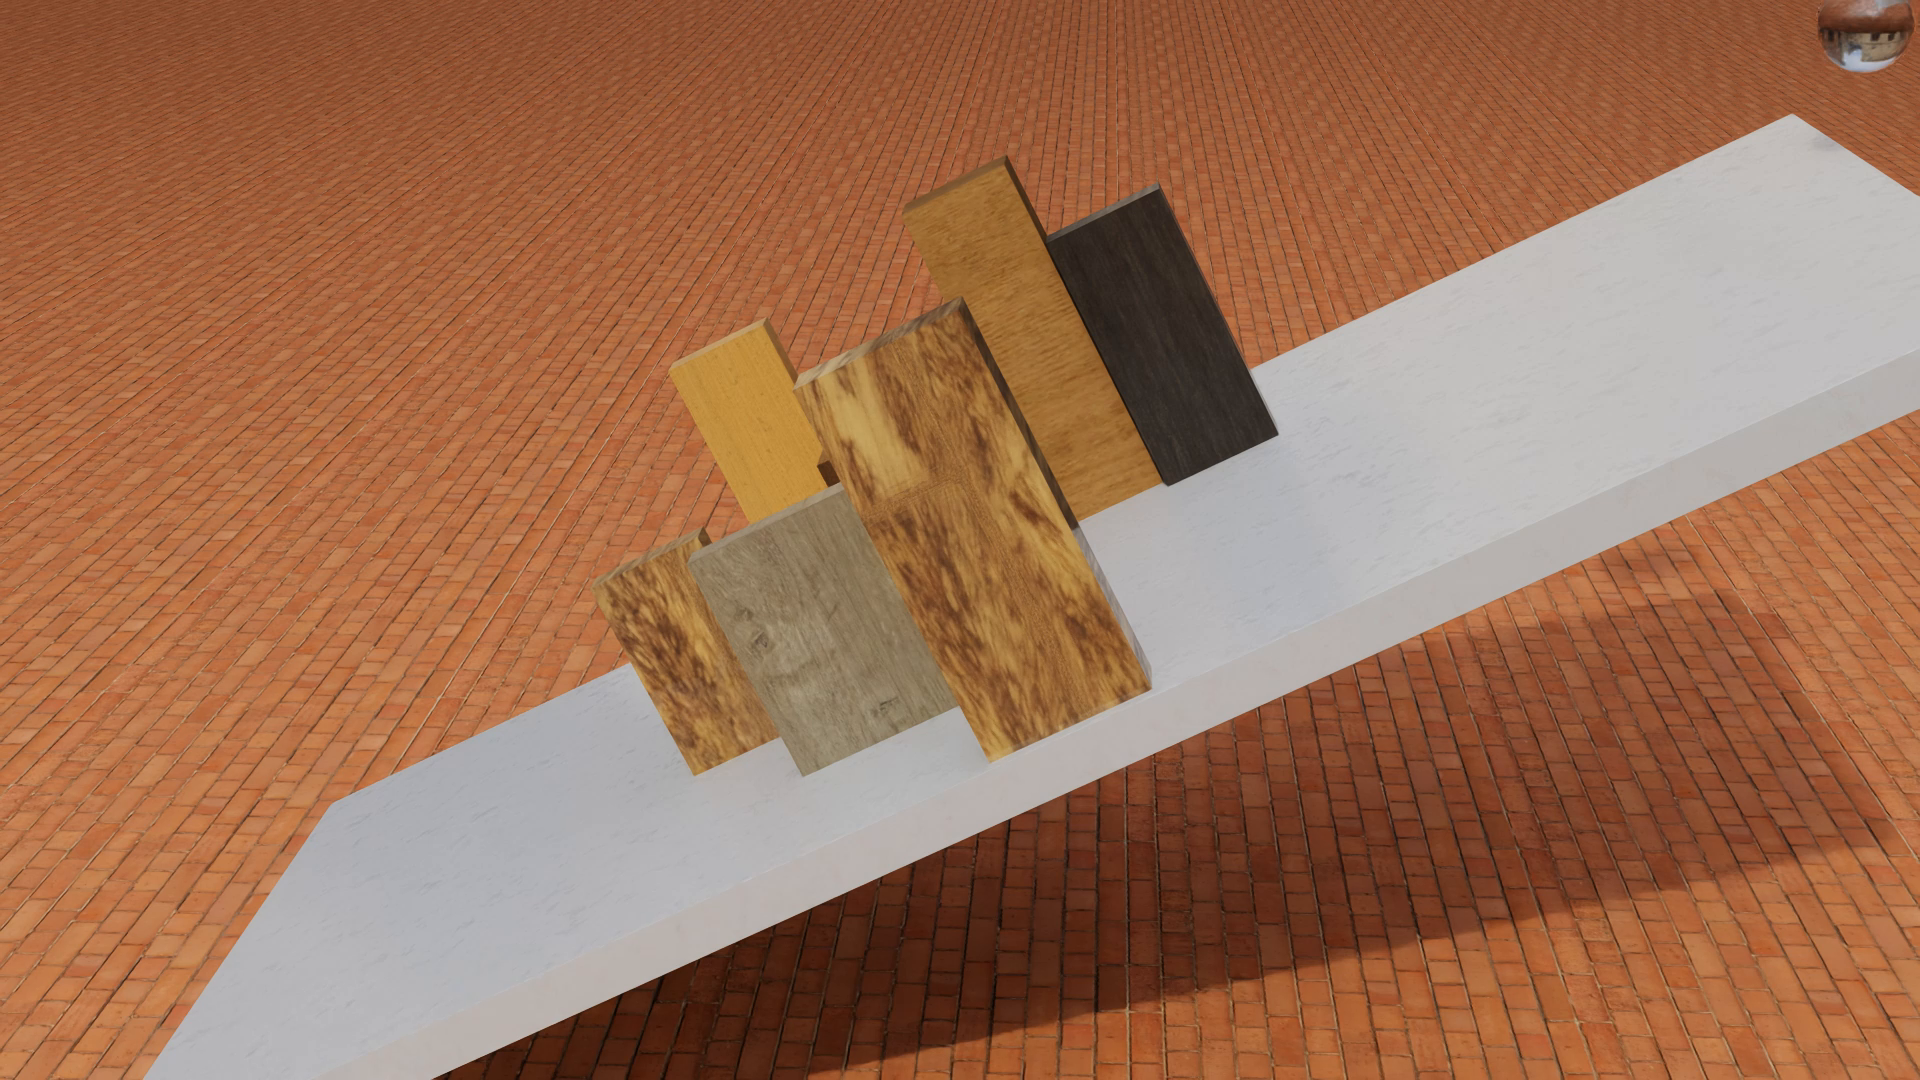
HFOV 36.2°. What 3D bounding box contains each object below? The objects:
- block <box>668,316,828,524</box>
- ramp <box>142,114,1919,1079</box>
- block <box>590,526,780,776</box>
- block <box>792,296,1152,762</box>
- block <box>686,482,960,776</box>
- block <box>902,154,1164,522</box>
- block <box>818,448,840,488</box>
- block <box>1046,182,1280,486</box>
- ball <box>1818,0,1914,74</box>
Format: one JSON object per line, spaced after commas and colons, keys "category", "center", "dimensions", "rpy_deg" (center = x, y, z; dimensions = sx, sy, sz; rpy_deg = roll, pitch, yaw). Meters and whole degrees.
{"category": "block", "center": [-0.419, -0.174, 6.981], "dimensions": [0.252, 0.664, 0.091], "rpy_deg": [-25, 14, 10]}
{"category": "ramp", "center": [0.139, 0.168, 6.281], "dimensions": [4.000, 0.100, 2.000], "rpy_deg": [-25, 14, 10]}
{"category": "block", "center": [-0.547, 0.234, 6.160], "dimensions": [0.255, 0.459, 0.084], "rpy_deg": [-25, 14, 10]}
{"category": "block", "center": [0.029, -0.015, 5.291], "dimensions": [0.327, 0.775, 0.124], "rpy_deg": [-25, 14, 10]}
{"category": "block", "center": [-0.261, 0.173, 5.770], "dimensions": [0.352, 0.489, 0.080], "rpy_deg": [-25, 14, 10]}
{"category": "block", "center": [0.166, -0.439, 6.553], "dimensions": [0.252, 0.794, 0.143], "rpy_deg": [-25, 14, 10]}
{"category": "block", "center": [-0.053, -0.053, 6.298], "dimensions": [0.326, 0.446, 0.148], "rpy_deg": [-25, 14, 10]}
{"category": "block", "center": [0.446, -0.448, 6.450], "dimensions": [0.271, 0.607, 0.090], "rpy_deg": [-25, 14, 10]}
{"category": "ball", "center": [1.830, -1.039, 5.944], "dimensions": [0.187, 0.187, 0.187], "rpy_deg": [0, 17, 0]}
